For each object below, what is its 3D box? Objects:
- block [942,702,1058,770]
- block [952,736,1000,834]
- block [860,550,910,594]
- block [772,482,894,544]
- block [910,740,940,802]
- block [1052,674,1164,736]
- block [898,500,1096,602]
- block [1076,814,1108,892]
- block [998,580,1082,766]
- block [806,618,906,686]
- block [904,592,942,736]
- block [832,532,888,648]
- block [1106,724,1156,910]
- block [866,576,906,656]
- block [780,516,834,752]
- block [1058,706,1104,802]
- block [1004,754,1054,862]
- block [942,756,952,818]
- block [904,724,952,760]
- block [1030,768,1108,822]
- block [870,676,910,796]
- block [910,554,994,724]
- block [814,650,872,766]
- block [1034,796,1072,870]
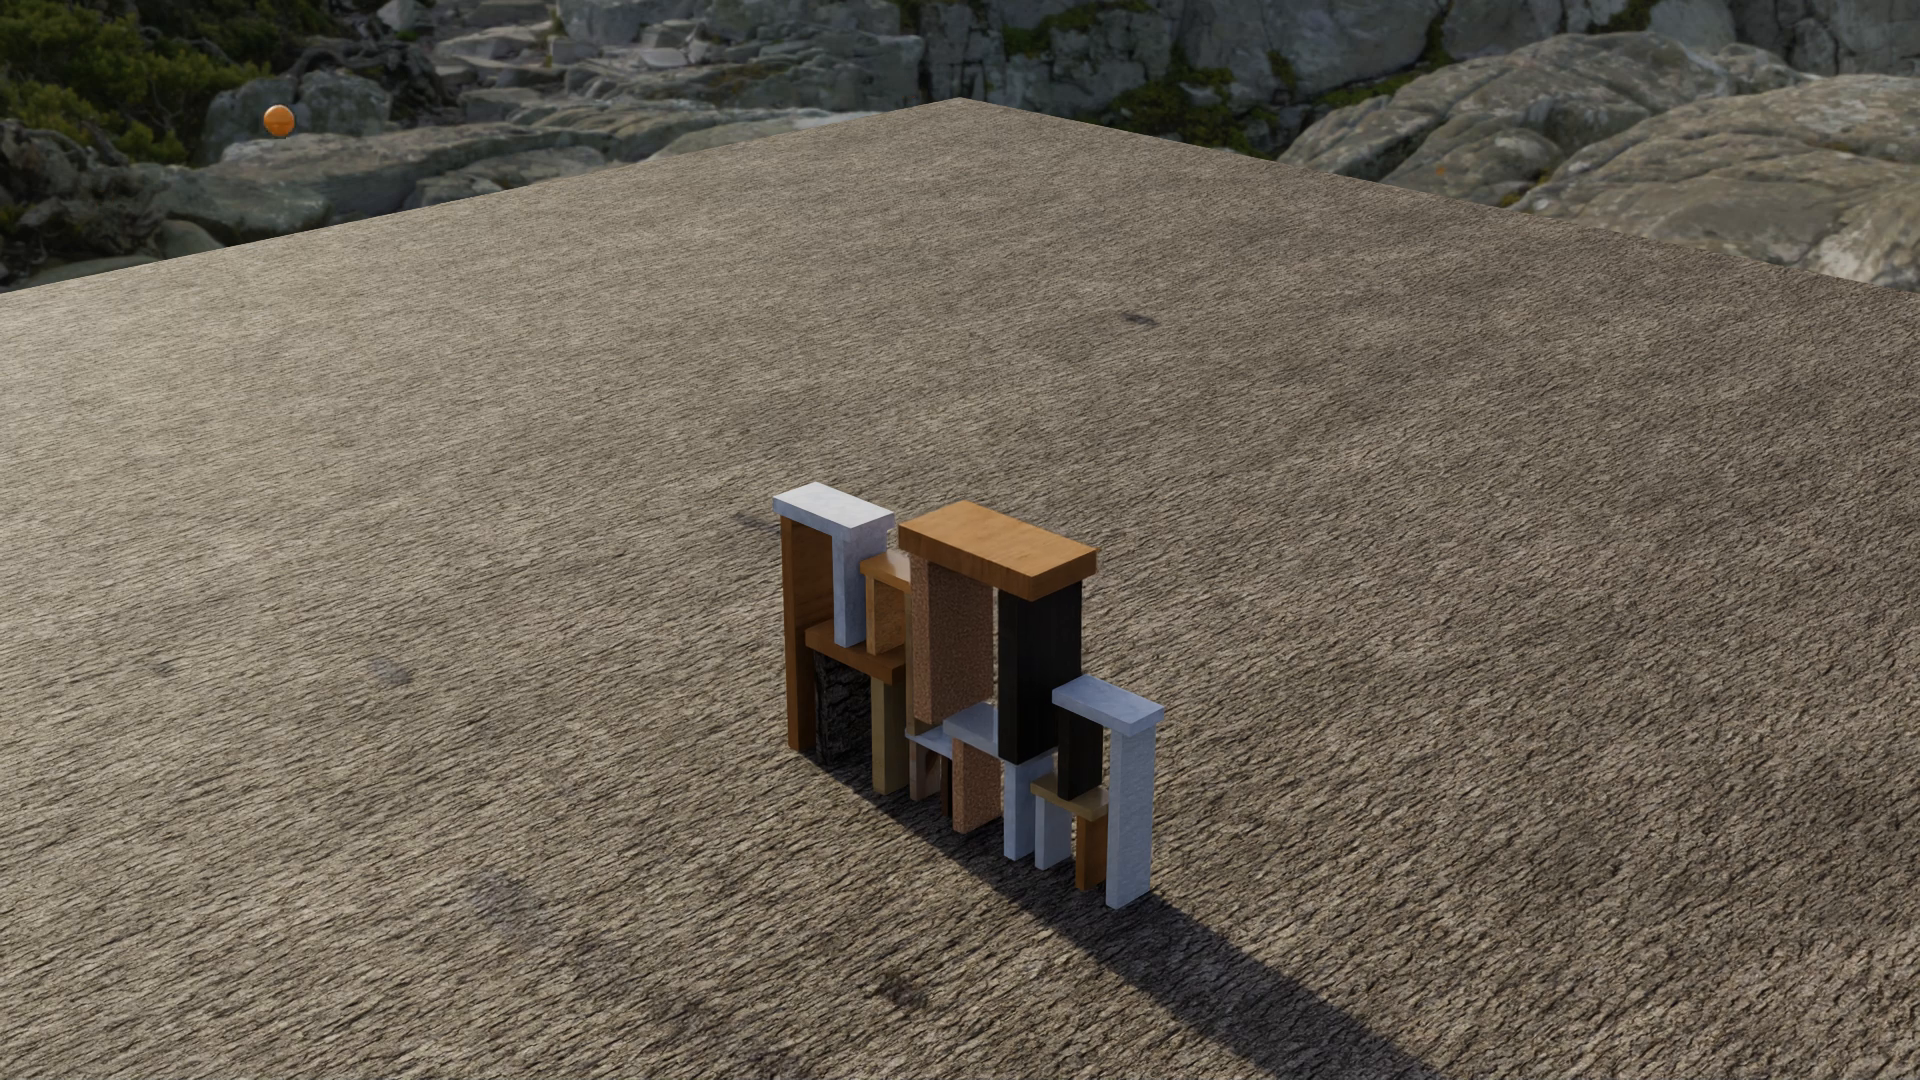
[{"bbox_3d":[0.079,0.378,4.283,0.107,0.030,0.213,-22,31,-40],"label":"block"},{"bbox_3d":[0.033,0.469,4.380,0.107,0.213,0.030,-22,31,-40],"label":"block"},{"bbox_3d":[-0.110,0.066,4.371,0.085,0.024,0.171,-21,31,-41],"label":"block"},{"bbox_3d":[-0.258,-0.057,4.478,0.238,0.034,0.119,21,31,41],"label":"block"},{"bbox_3d":[-0.072,0.460,4.501,0.020,0.138,0.069,21,31,41],"label":"block"},{"bbox_3d":[0.273,0.304,4.056,0.192,0.027,0.096,21,31,41],"label":"block"},{"bbox_3d":[0.067,0.017,4.140,0.349,0.049,0.175,21,31,41],"label":"block"},{"bbox_3d":[0.256,0.582,4.186,0.022,0.158,0.079,21,31,41],"label":"block"},{"bbox_3d":[0.151,0.233,4.141,0.175,0.349,0.049,-21,31,-40],"label":"block"},{"bbox_3d":[-0.182,0.221,4.523,0.262,0.037,0.131,21,31,41],"label":"block"},{"bbox_3d":[-0.069,0.237,4.399,0.085,0.313,0.024,-21,31,-41],"label":"block"},{"bbox_3d":[-0.202,0.090,4.480,0.034,0.238,0.119,21,31,41],"label":"block"},{"bbox_3d":[0.318,0.505,4.093,0.027,0.373,0.096,21,31,41],"label":"block"},{"bbox_3d":[-0.150,0.140,4.446,0.024,0.171,0.086,21,31,41],"label":"block"},{"bbox_3d":[-0.314,0.184,4.641,0.034,0.537,0.119,21,31,41],"label":"block"},{"bbox_3d":[0.227,0.387,4.140,0.027,0.192,0.096,21,31,41],"label":"block"},{"bbox_3d":[0.134,0.509,4.288,0.107,0.213,0.030,-22,31,-40],"label":"block"},{"bbox_3d":[-0.007,0.485,4.441,0.069,0.138,0.020,-21,31,-41],"label":"block"},{"bbox_3d":[-0.039,0.400,4.440,0.069,0.020,0.138,-21,31,-41],"label":"block"},{"bbox_3d":[0.219,0.484,4.185,0.158,0.022,0.079,21,31,41],"label":"block"},{"bbox_3d":[-0.121,0.382,4.524,0.037,0.262,0.131,21,31,41],"label":"block"},{"bbox_3d":[-0.014,0.169,4.293,0.049,0.349,0.175,20,31,41],"label":"block"},{"bbox_3d":[-0.244,0.334,4.638,0.037,0.262,0.131,21,31,41],"label":"block"},{"bbox_3d":[0.181,0.553,4.255,0.022,0.158,0.079,21,31,41],"label":"block"}]
